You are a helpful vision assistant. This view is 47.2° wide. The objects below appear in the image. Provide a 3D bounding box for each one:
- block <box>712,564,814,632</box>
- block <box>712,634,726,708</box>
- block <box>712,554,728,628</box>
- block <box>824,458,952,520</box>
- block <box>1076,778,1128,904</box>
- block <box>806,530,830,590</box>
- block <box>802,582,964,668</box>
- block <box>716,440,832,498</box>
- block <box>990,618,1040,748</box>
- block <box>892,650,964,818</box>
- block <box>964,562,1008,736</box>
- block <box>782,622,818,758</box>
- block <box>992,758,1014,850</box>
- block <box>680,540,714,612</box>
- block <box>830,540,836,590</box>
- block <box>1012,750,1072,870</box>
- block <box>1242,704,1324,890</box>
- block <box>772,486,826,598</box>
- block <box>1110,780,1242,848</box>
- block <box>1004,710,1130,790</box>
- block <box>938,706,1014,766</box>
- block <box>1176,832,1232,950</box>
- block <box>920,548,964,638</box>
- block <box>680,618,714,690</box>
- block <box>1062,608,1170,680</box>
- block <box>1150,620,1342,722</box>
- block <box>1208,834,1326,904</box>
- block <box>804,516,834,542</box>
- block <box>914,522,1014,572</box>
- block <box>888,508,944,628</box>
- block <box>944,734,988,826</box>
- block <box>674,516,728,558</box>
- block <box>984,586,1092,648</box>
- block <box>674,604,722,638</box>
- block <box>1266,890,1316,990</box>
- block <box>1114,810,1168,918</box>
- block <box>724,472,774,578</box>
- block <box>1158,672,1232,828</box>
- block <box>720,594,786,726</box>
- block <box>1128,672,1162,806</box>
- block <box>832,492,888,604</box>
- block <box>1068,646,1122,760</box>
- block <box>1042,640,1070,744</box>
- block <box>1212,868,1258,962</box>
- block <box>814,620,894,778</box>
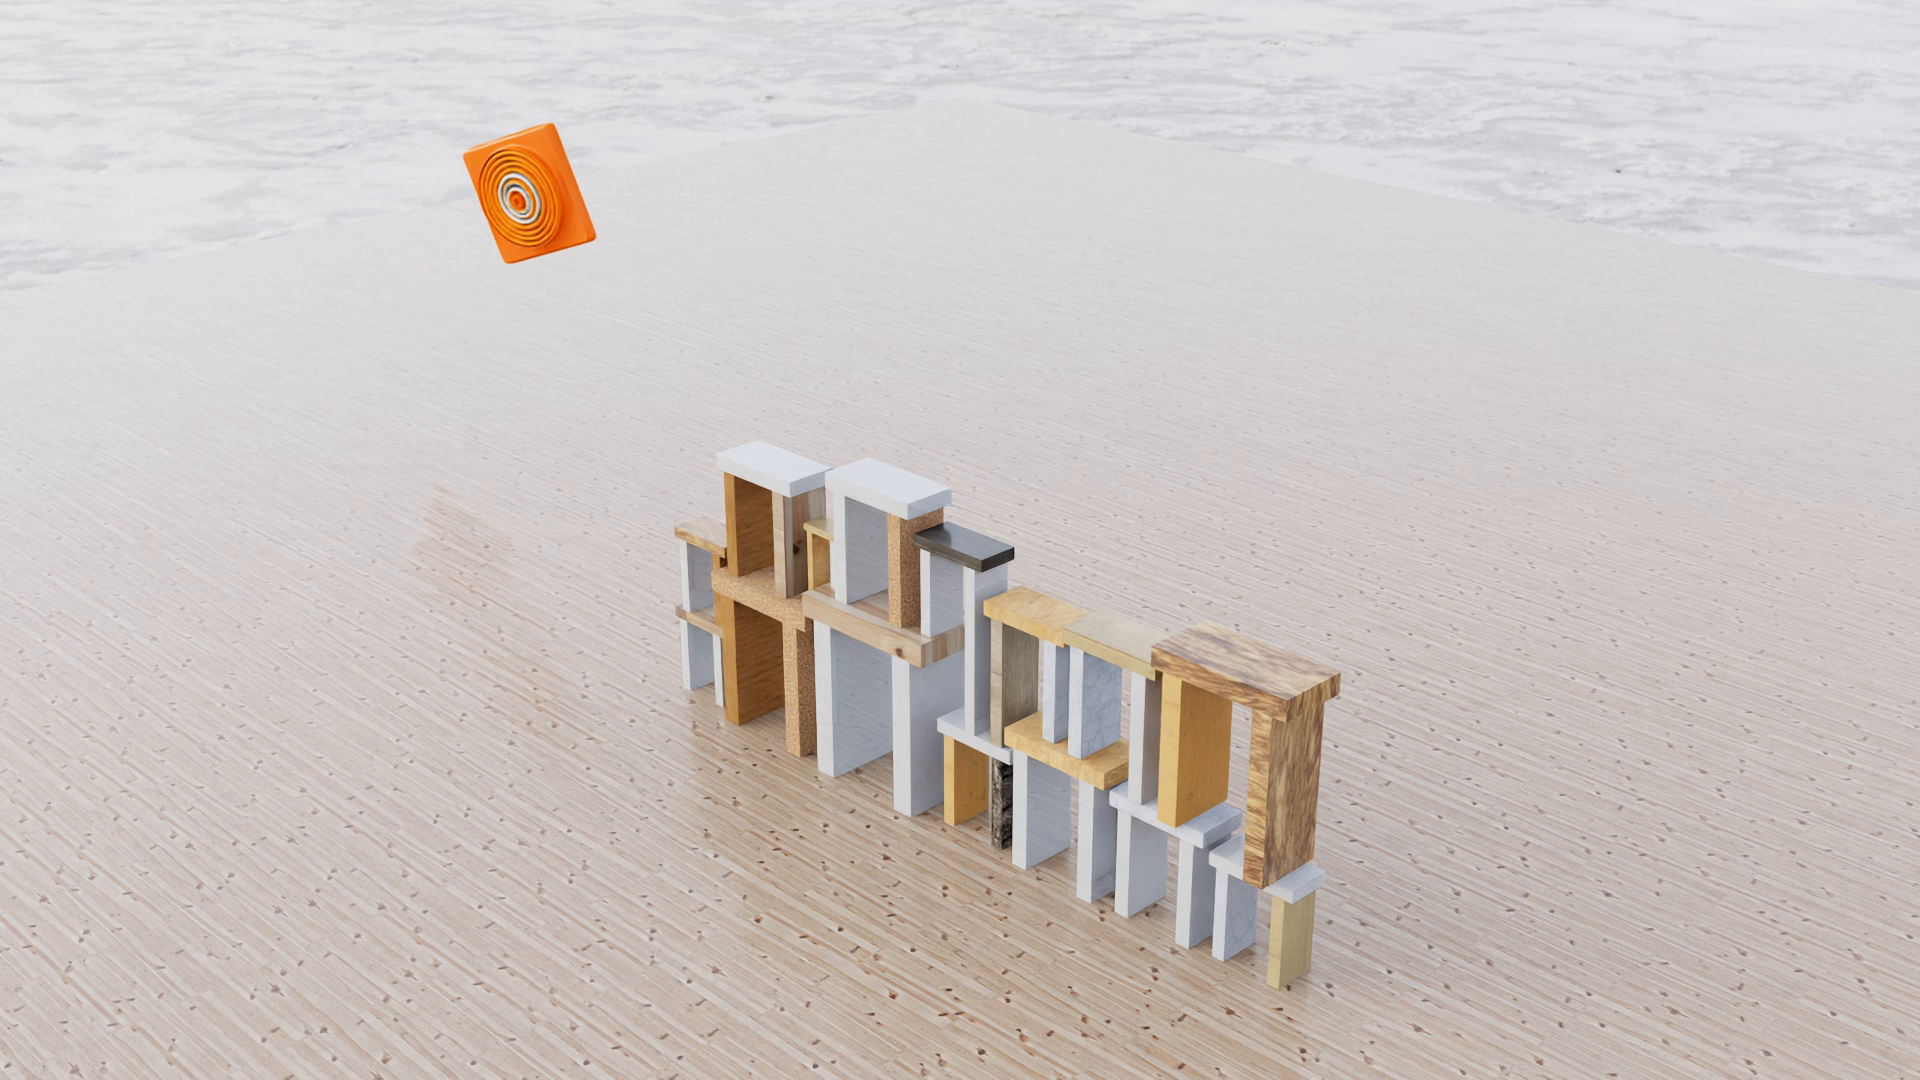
[{"bbox_3d":[-0.373,0.108,4.674,0.303,0.043,0.152,21,31,41],"label":"block"},{"bbox_3d":[-0.504,0.277,4.887,0.024,0.173,0.086,21,31,41],"label":"block"},{"bbox_3d":[-0.496,0.099,4.805,0.024,0.171,0.085,21,31,40],"label":"block"},{"bbox_3d":[-0.142,-0.103,4.333,0.238,0.034,0.119,21,31,41],"label":"block"},{"bbox_3d":[0.278,0.547,4.148,0.036,0.253,0.126,21,31,41],"label":"block"},{"bbox_3d":[-0.291,0.048,4.561,0.015,0.157,0.053,21,31,41],"label":"block"},{"bbox_3d":[-0.137,0.155,4.441,0.348,0.049,0.174,21,31,41],"label":"block"},{"bbox_3d":[-0.388,-0.150,4.586,0.234,0.033,0.117,21,31,41],"label":"block"},{"bbox_3d":[0.105,0.260,4.226,0.029,0.268,0.103,21,31,41],"label":"block"},{"bbox_3d":[-0.055,0.370,4.443,0.049,0.348,0.174,21,31,41],"label":"block"},{"bbox_3d":[0.050,0.204,4.250,0.026,0.353,0.091,21,31,41],"label":"block"},{"bbox_3d":[-0.301,0.296,4.676,0.043,0.303,0.152,21,31,41],"label":"block"},{"bbox_3d":[0.107,0.502,4.325,0.028,0.198,0.099,21,31,41],"label":"block"},{"bbox_3d":[-0.577,0.067,4.879,0.024,0.171,0.086,21,31,41],"label":"block"},{"bbox_3d":[-0.241,0.044,4.505,0.015,0.105,0.053,21,31,41],"label":"block"},{"bbox_3d":[0.159,0.500,4.258,0.036,0.253,0.126,21,31,41],"label":"block"},{"bbox_3d":[0.558,0.424,3.791,0.148,0.335,0.042,-21,31,-40],"label":"block"},{"bbox_3d":[-0.333,-0.005,4.587,0.033,0.234,0.117,21,31,41],"label":"block"},{"bbox_3d":[0.392,0.488,4.005,0.110,0.031,0.220,-21,31,-41],"label":"block"},{"bbox_3d":[0.219,0.391,4.147,0.253,0.036,0.126,21,31,41],"label":"block"},{"bbox_3d":[0.060,0.379,4.324,0.198,0.028,0.099,21,31,41],"label":"block"},{"bbox_3d":[0.444,0.625,4.006,0.031,0.220,0.110,21,31,41],"label":"block"},{"bbox_3d":[-0.035,0.091,4.295,0.026,0.182,0.091,21,31,41],"label":"block"},{"bbox_3d":[-0.586,0.245,4.962,0.024,0.173,0.086,21,31,41],"label":"block"},{"bbox_3d":[0.304,0.188,3.970,0.111,0.031,0.222,-21,31,-41],"label":"block"},{"bbox_3d":[0.489,0.223,3.782,0.148,0.042,0.295,-21,31,-40],"label":"block"},{"bbox_3d":[0.542,0.579,3.887,0.093,0.026,0.185,-21,31,-40],"label":"block"},{"bbox_3d":[-0.266,-0.021,4.504,0.105,0.015,0.053,21,31,41],"label":"block"},{"bbox_3d":[0.008,0.012,4.215,0.182,0.026,0.091,21,31,41],"label":"block"},{"bbox_3d":[-0.086,0.044,4.335,0.034,0.238,0.119,21,31,41],"label":"block"},{"bbox_3d":[0.013,0.465,4.411,0.028,0.198,0.099,21,31,41],"label":"block"},{"bbox_3d":[-0.537,-0.007,4.804,0.171,0.024,0.085,21,31,41],"label":"block"},{"bbox_3d":[0.154,0.142,4.124,0.205,0.029,0.103,21,31,41],"label":"block"},{"bbox_3d":[-0.545,0.170,4.886,0.173,0.024,0.086,21,31,41],"label":"block"},{"bbox_3d":[0.586,0.693,3.889,0.093,0.185,0.026,-21,31,-41],"label":"block"},{"bbox_3d":[0.340,0.584,4.102,0.031,0.220,0.110,21,31,41],"label":"block"},{"bbox_3d":[-0.443,-0.048,4.689,0.033,0.234,0.117,21,31,41],"label":"block"},{"bbox_3d":[0.420,0.351,3.912,0.148,0.295,0.042,-21,31,-40],"label":"block"},{"bbox_3d":[-0.444,0.240,4.807,0.043,0.303,0.152,21,31,41],"label":"block"},{"bbox_3d":[0.356,0.342,3.978,0.111,0.259,0.031,-21,31,-41],"label":"block"},{"bbox_3d":[-0.198,0.000,4.438,0.034,0.238,0.119,21,31,41],"label":"block"},{"bbox_3d":[0.251,0.284,4.068,0.031,0.222,0.111,21,31,41],"label":"block"},{"bbox_3d":[0.202,0.269,4.125,0.029,0.205,0.103,21,31,41],"label":"block"},{"bbox_3d":[0.498,0.660,3.969,0.093,0.185,0.026,-21,31,-41],"label":"block"},{"bbox_3d":[-0.219,0.306,4.595,0.049,0.348,0.174,21,31,41],"label":"block"}]
